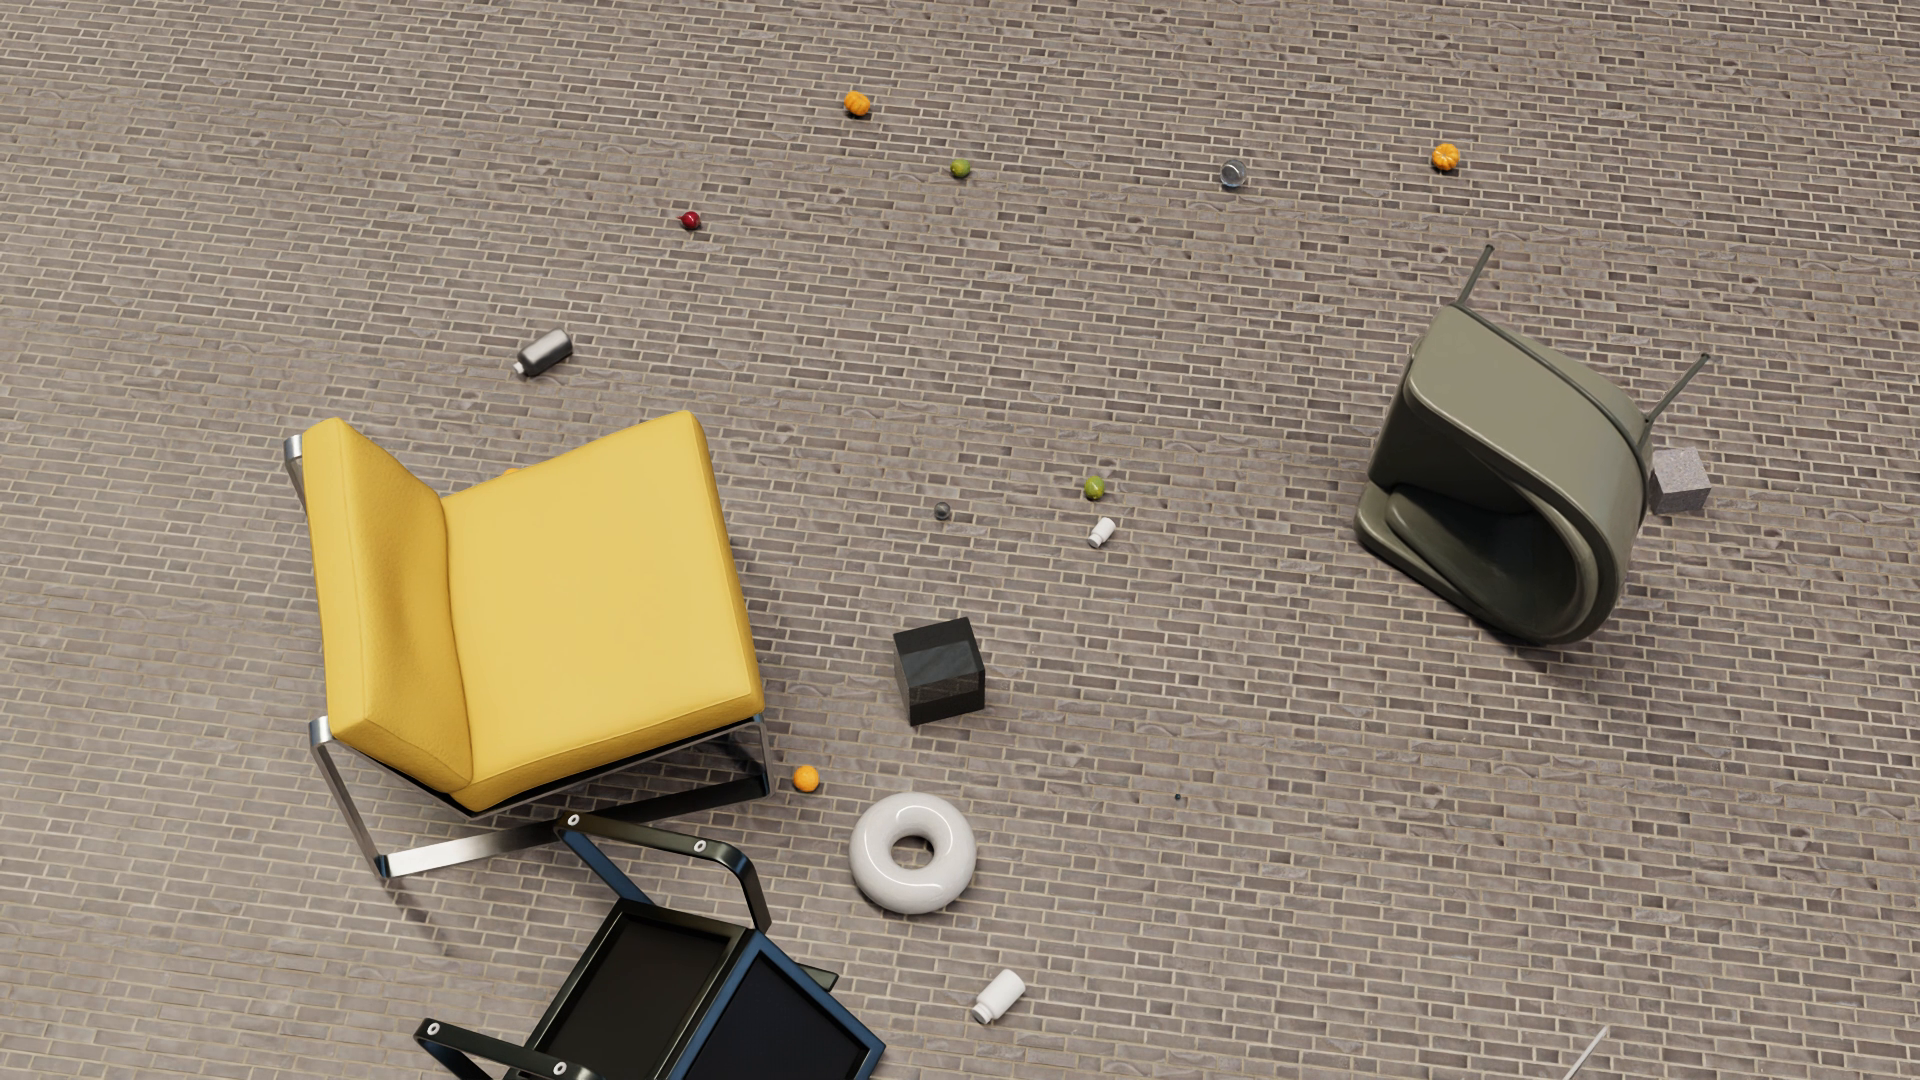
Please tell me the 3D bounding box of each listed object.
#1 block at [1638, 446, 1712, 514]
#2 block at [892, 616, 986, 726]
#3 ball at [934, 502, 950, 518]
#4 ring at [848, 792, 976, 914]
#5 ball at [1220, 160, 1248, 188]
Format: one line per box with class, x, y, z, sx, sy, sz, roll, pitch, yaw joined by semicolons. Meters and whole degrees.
block;2.152;-0.179;6.626;0.150;0.112;0.153;-7;56;-5
block;-0.059;0.371;6.192;0.218;0.220;0.180;-13;57;-8
ball;-0.053;-0.089;6.604;0.050;0.050;0.050;0;56;0
ring;-0.128;0.842;5.929;0.348;0.135;0.345;21;59;12
ball;0.913;-1.225;7.341;0.092;0.092;0.092;0;56;0
